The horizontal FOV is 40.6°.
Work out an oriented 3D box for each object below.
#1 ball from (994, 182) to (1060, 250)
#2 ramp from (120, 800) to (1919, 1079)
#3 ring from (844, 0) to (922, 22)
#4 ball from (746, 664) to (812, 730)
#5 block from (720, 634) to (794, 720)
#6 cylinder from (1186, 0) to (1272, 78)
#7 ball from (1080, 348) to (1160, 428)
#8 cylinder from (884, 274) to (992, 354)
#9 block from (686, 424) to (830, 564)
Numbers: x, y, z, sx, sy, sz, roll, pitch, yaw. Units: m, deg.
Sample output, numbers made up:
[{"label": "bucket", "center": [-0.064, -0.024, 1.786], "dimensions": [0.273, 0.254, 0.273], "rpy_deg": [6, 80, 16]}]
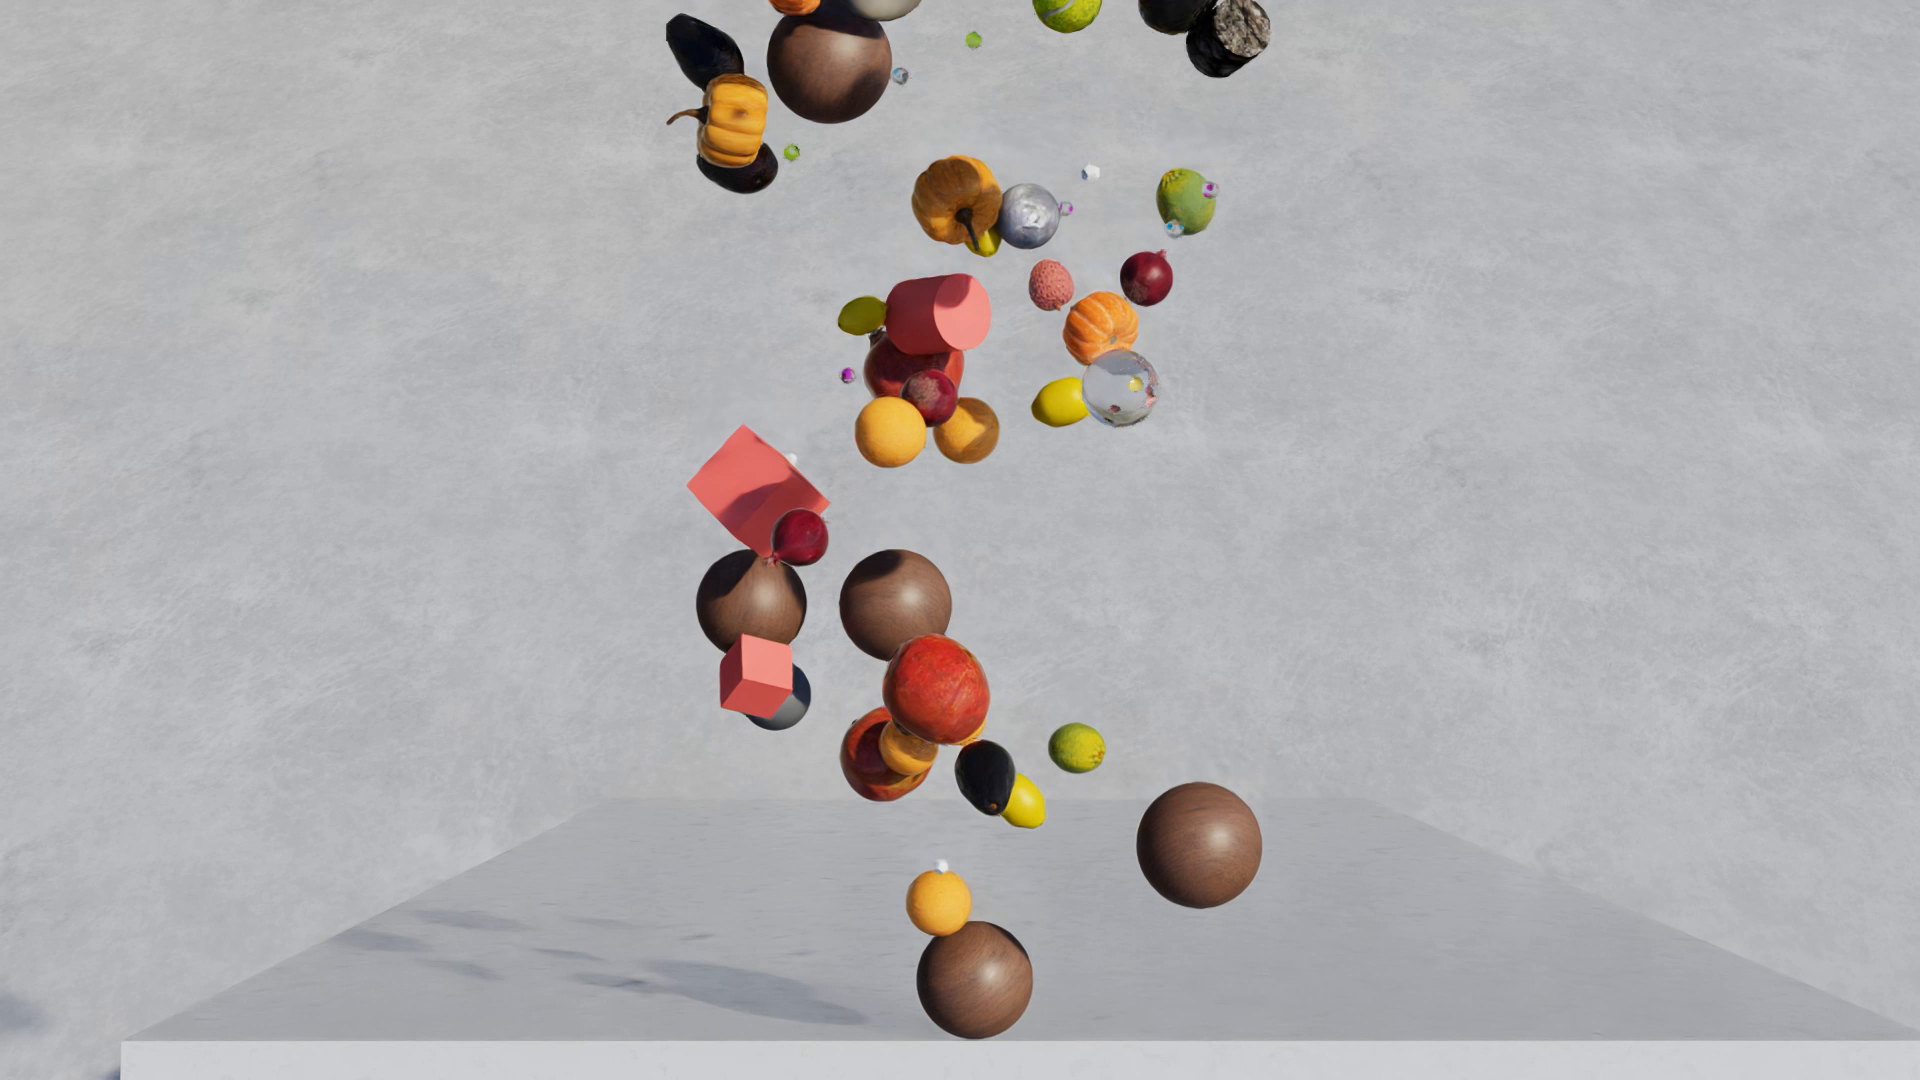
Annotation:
[{"label": "ball", "center": [0.068, -0.328, 2.632], "dimensions": [0.067, 0.067, 0.067], "rpy_deg": [0, 35, 0]}, {"label": "ramp", "center": [0.078, 0.668, 4.851], "dimensions": [2.000, 0.100, 4.000], "rpy_deg": [0, -2, 0]}, {"label": "ring", "center": [-0.075, -0.557, 2.588], "dimensions": [0.093, 0.093, 0.031], "rpy_deg": [-9, 50, -12]}, {"label": "ball", "center": [-0.221, 0.185, 3.114], "dimensions": [0.086, 0.086, 0.086], "rpy_deg": [0, 35, 0]}, {"label": "block", "center": [-0.234, 0.157, 2.978], "dimensions": [0.062, 0.062, 0.062], "rpy_deg": [15, 47, -24]}, {"label": "cylinder", "center": [0.235, -0.440, 2.275], "dimensions": [0.055, 0.055, 0.055], "rpy_deg": [-18, -3, -24]}, {"label": "ball", "center": [0.158, -0.150, 2.564], "dimensions": [0.078, 0.078, 0.078], "rpy_deg": [0, 35, 0]}, {"label": "cylinder", "center": [-0.024, -0.242, 2.792], "dimensions": [0.082, 0.082, 0.082], "rpy_deg": [-32, 20, -37]}, {"label": "block", "center": [-0.224, -0.051, 2.879], "dimensions": [0.094, 0.094, 0.094], "rpy_deg": [-47, 58, 2]}]
